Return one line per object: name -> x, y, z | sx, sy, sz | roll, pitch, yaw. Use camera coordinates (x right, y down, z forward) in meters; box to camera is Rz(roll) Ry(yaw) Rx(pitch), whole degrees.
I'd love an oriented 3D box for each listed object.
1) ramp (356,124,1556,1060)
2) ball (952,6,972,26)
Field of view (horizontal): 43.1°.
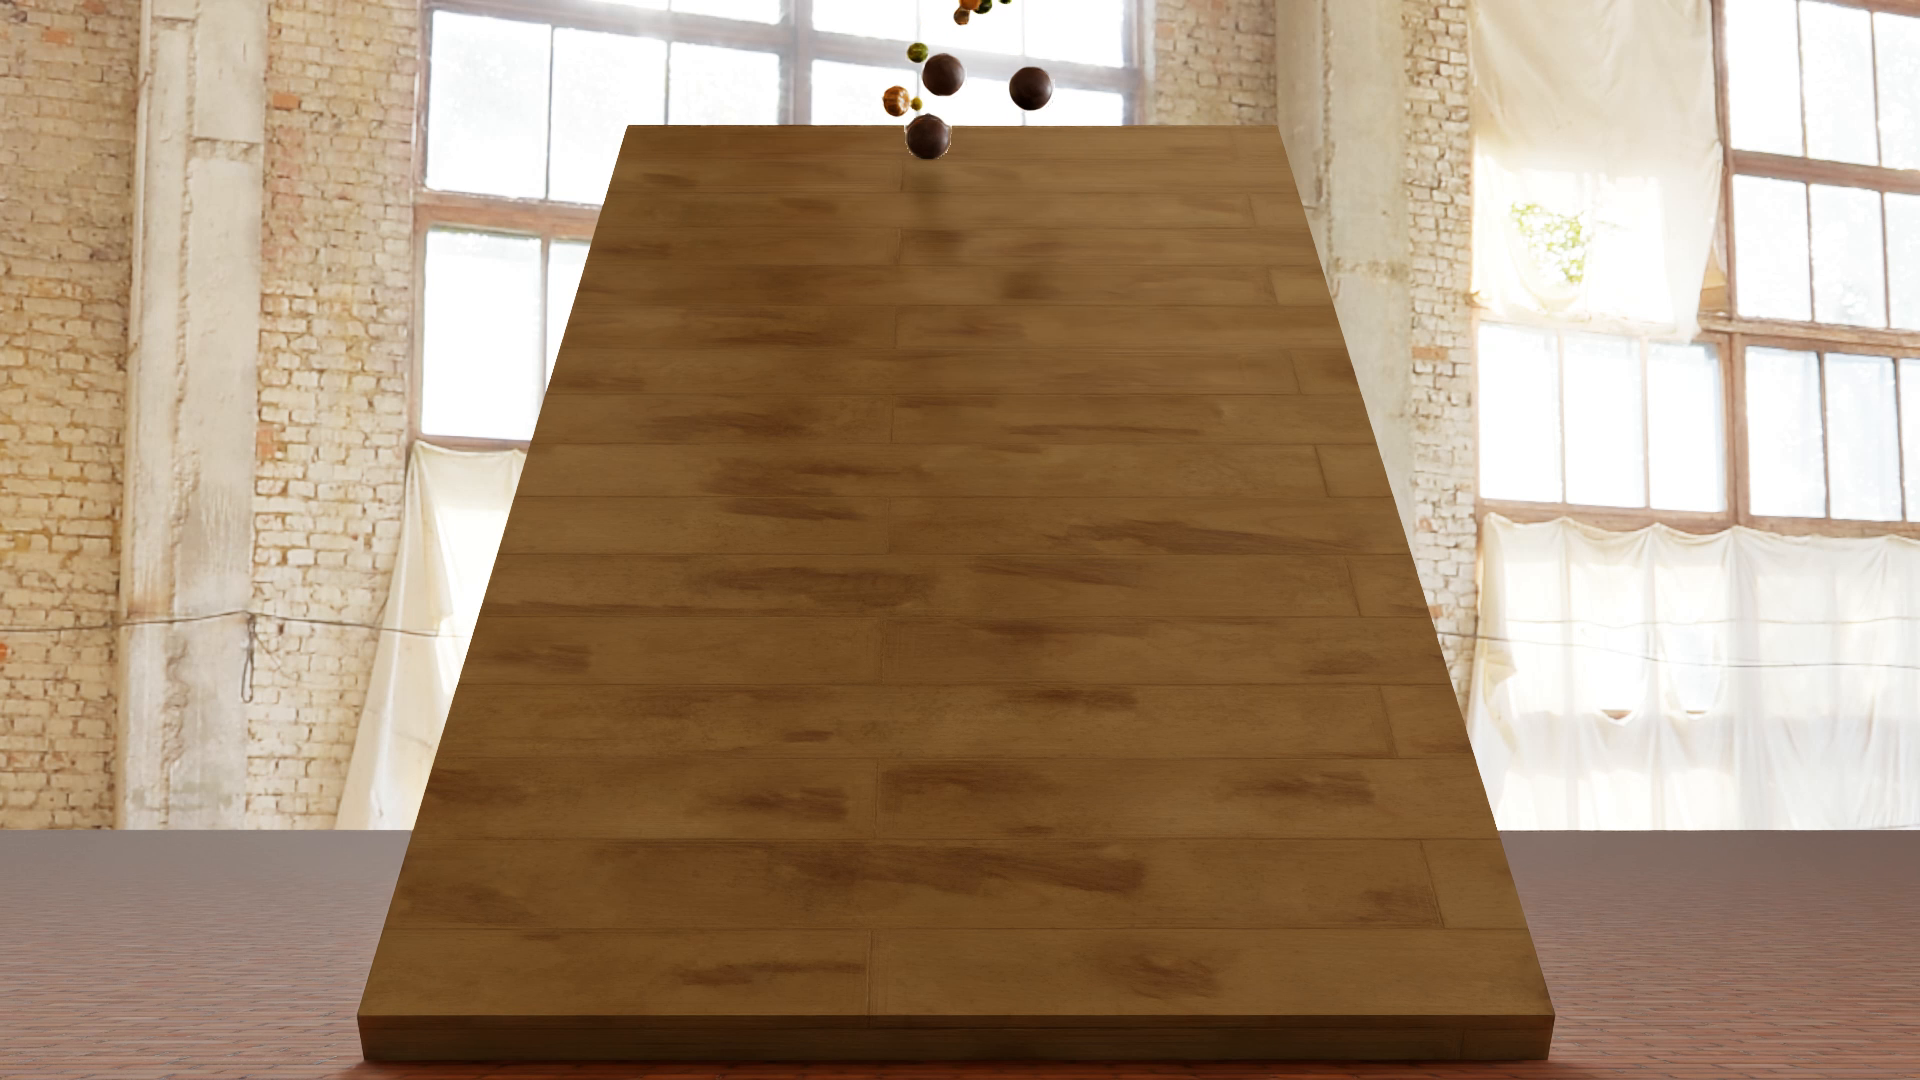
ramp -> -0.014, -0.199, 5.796 | 2.000, 0.100, 4.000 | 0, 31, 0
ball -> 0.005, -1.559, 7.242 | 0.058, 0.058, 0.058 | 0, -7, 0
